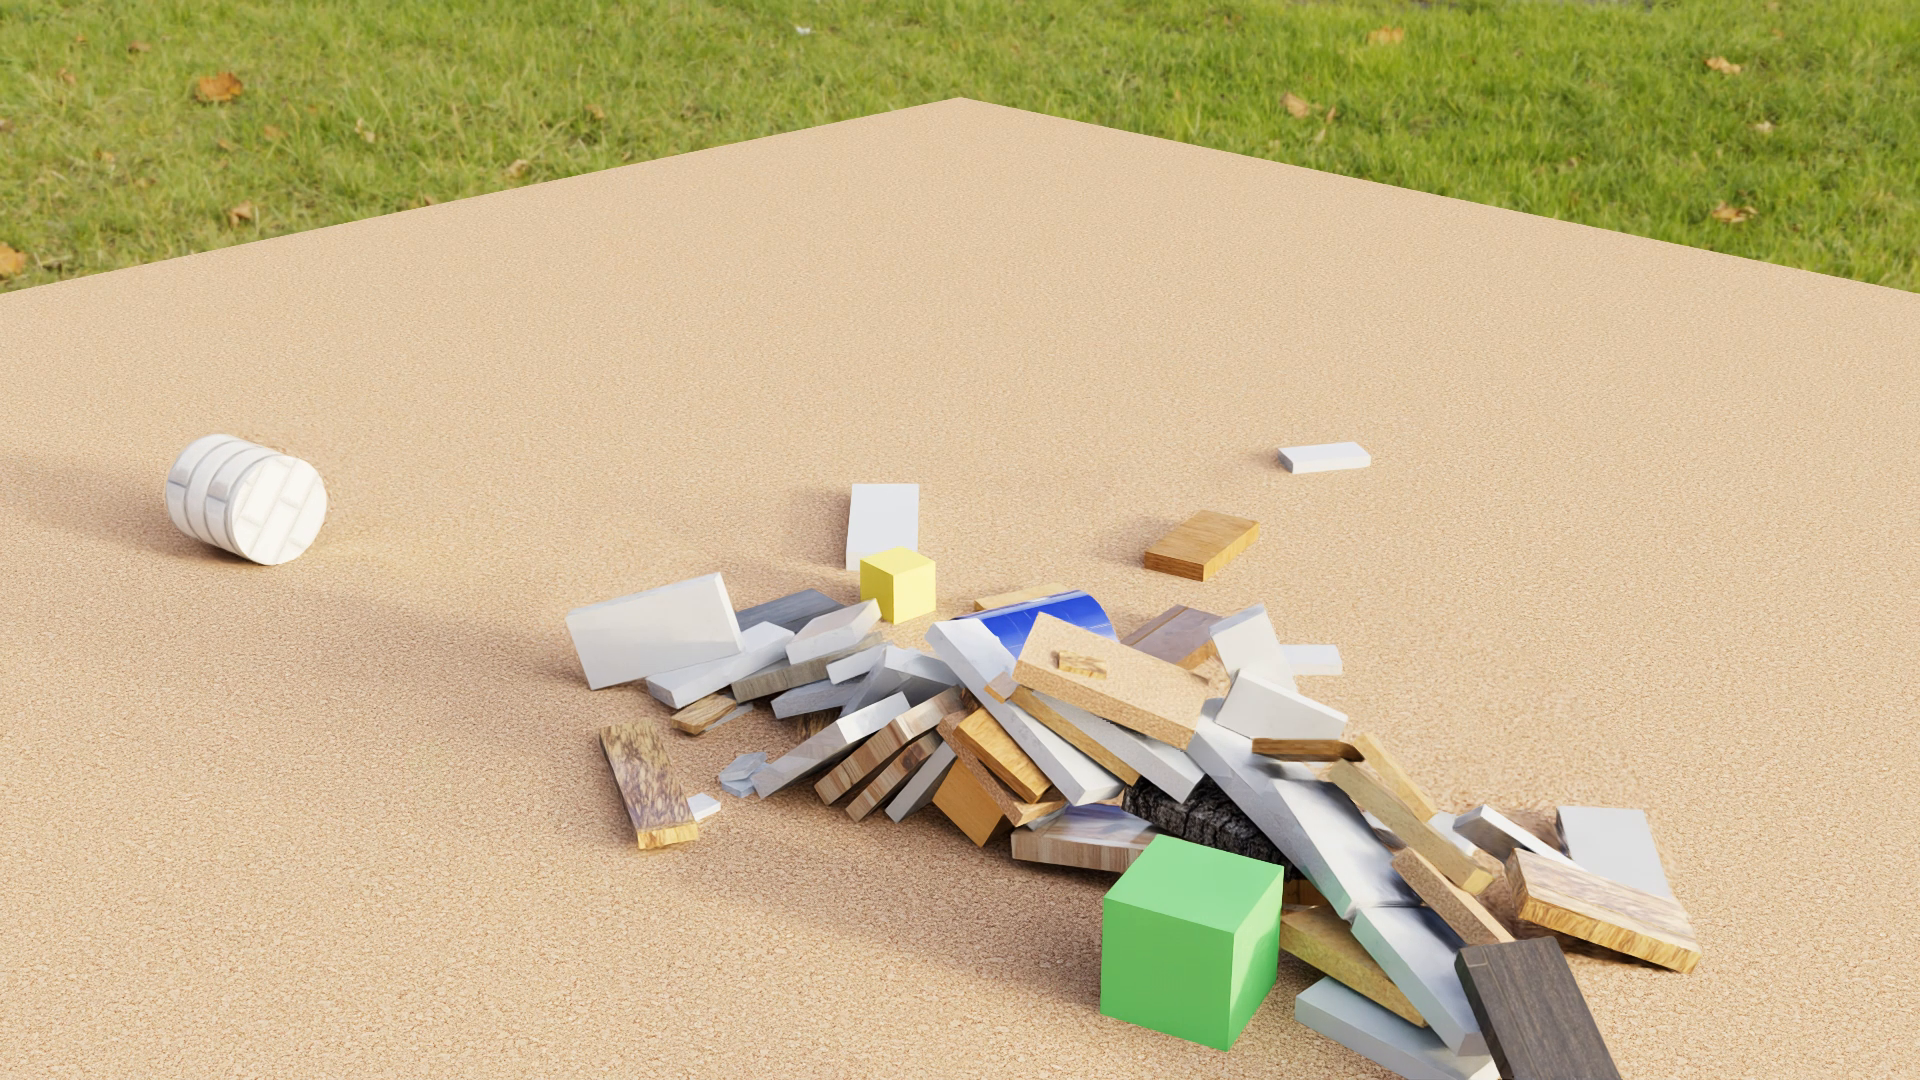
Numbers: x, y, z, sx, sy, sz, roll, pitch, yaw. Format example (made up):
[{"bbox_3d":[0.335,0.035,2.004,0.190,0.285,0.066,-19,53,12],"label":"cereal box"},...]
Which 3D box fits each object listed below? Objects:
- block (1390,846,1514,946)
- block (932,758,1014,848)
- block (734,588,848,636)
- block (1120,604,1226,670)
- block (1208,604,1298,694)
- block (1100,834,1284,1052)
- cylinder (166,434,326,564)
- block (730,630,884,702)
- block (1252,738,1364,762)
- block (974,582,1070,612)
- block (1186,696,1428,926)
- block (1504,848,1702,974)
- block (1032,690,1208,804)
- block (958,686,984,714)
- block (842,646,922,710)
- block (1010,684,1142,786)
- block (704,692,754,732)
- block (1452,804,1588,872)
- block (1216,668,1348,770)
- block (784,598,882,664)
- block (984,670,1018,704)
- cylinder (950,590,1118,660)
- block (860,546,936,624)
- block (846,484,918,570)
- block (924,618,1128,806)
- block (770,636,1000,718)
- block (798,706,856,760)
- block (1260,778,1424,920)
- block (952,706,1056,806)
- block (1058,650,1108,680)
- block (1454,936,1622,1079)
[{"bbox_3d":[0.889,0.666,3.791,0.158,0.045,0.316,33,10,-44],"label":"block"},{"bbox_3d":[0.061,0.492,4.359,0.139,0.139,0.139,43,39,17],"label":"block"},{"bbox_3d":[-0.443,0.212,5.196,0.360,0.051,0.180,-18,29,-36],"label":"block"},{"bbox_3d":[0.490,0.246,5.121,0.165,0.047,0.330,16,28,33],"label":"block"},{"bbox_3d":[0.560,0.232,4.194,0.111,0.221,0.031,-25,33,2],"label":"block"},{"bbox_3d":[0.403,0.695,3.820,0.236,0.236,0.236,12,26,25],"label":"block"},{"bbox_3d":[-1.835,-0.107,5.653,0.283,0.283,0.283,17,28,34],"label":"cylinder"},{"bbox_3d":[-0.333,0.279,4.853,0.313,0.044,0.157,-17,7,22],"label":"block"},{"bbox_3d":[0.643,0.390,4.068,0.093,0.026,0.186,19,-16,-42],"label":"block"},{"bbox_3d":[0.166,0.160,5.341,0.234,0.033,0.117,-11,25,-25],"label":"block"},{"bbox_3d":[0.622,0.500,4.087,0.176,0.050,0.587,-5,39,-40],"label":"block"},{"bbox_3d":[1.161,0.670,3.983,0.332,0.047,0.166,19,23,-4],"label":"block"},{"bbox_3d":[0.322,0.353,4.213,0.352,0.050,0.176,36,25,12],"label":"block"},{"bbox_3d":[0.096,0.363,4.284,0.102,0.029,0.204,-10,52,-40],"label":"block"},{"bbox_3d":[-0.112,0.342,4.828,0.165,0.047,0.330,22,26,17],"label":"block"},{"bbox_3d":[0.247,0.352,4.241,0.288,0.041,0.144,35,24,11],"label":"block"},{"bbox_3d":[-0.532,0.377,4.846,0.071,0.020,0.141,19,30,38],"label":"block"},{"bbox_3d":[1.049,0.583,4.108,0.251,0.093,0.026,33,58,-8],"label":"block"},{"bbox_3d":[0.611,0.341,4.179,0.221,0.111,0.031,24,24,2],"label":"block"},{"bbox_3d":[-0.282,0.204,4.948,0.157,0.044,0.313,-18,6,10],"label":"block"},{"bbox_3d":[0.083,0.283,4.221,0.046,0.013,0.093,38,25,9],"label":"block"},{"bbox_3d":[0.149,0.279,4.731,0.292,0.292,0.292,-12,26,-26],"label":"cylinder"},{"bbox_3d":[-0.151,0.109,5.339,0.129,0.129,0.129,-18,29,-37],"label":"block"},{"bbox_3d":[-0.200,-0.038,5.785,0.180,0.051,0.470,0,23,-1],"label":"block"},{"bbox_3d":[0.125,0.327,4.256,0.144,0.041,0.469,-2,43,-52],"label":"block"},{"bbox_3d":[-0.159,0.292,4.634,0.538,0.040,0.141,-14,11,38],"label":"block"},{"bbox_3d":[-0.282,0.394,4.781,0.141,0.040,0.282,-2,23,-4],"label":"block"},{"bbox_3d":[0.681,0.552,3.942,0.158,0.045,0.316,5,33,-28],"label":"block"},{"bbox_3d":[0.093,0.407,4.185,0.204,0.029,0.102,41,39,15],"label":"block"},{"bbox_3d":[0.229,0.234,4.120,0.093,0.013,0.046,14,33,-8],"label":"block"},{"bbox_3d":[0.946,0.865,3.415,0.166,0.047,0.557,-5,44,-10],"label":"block"}]
